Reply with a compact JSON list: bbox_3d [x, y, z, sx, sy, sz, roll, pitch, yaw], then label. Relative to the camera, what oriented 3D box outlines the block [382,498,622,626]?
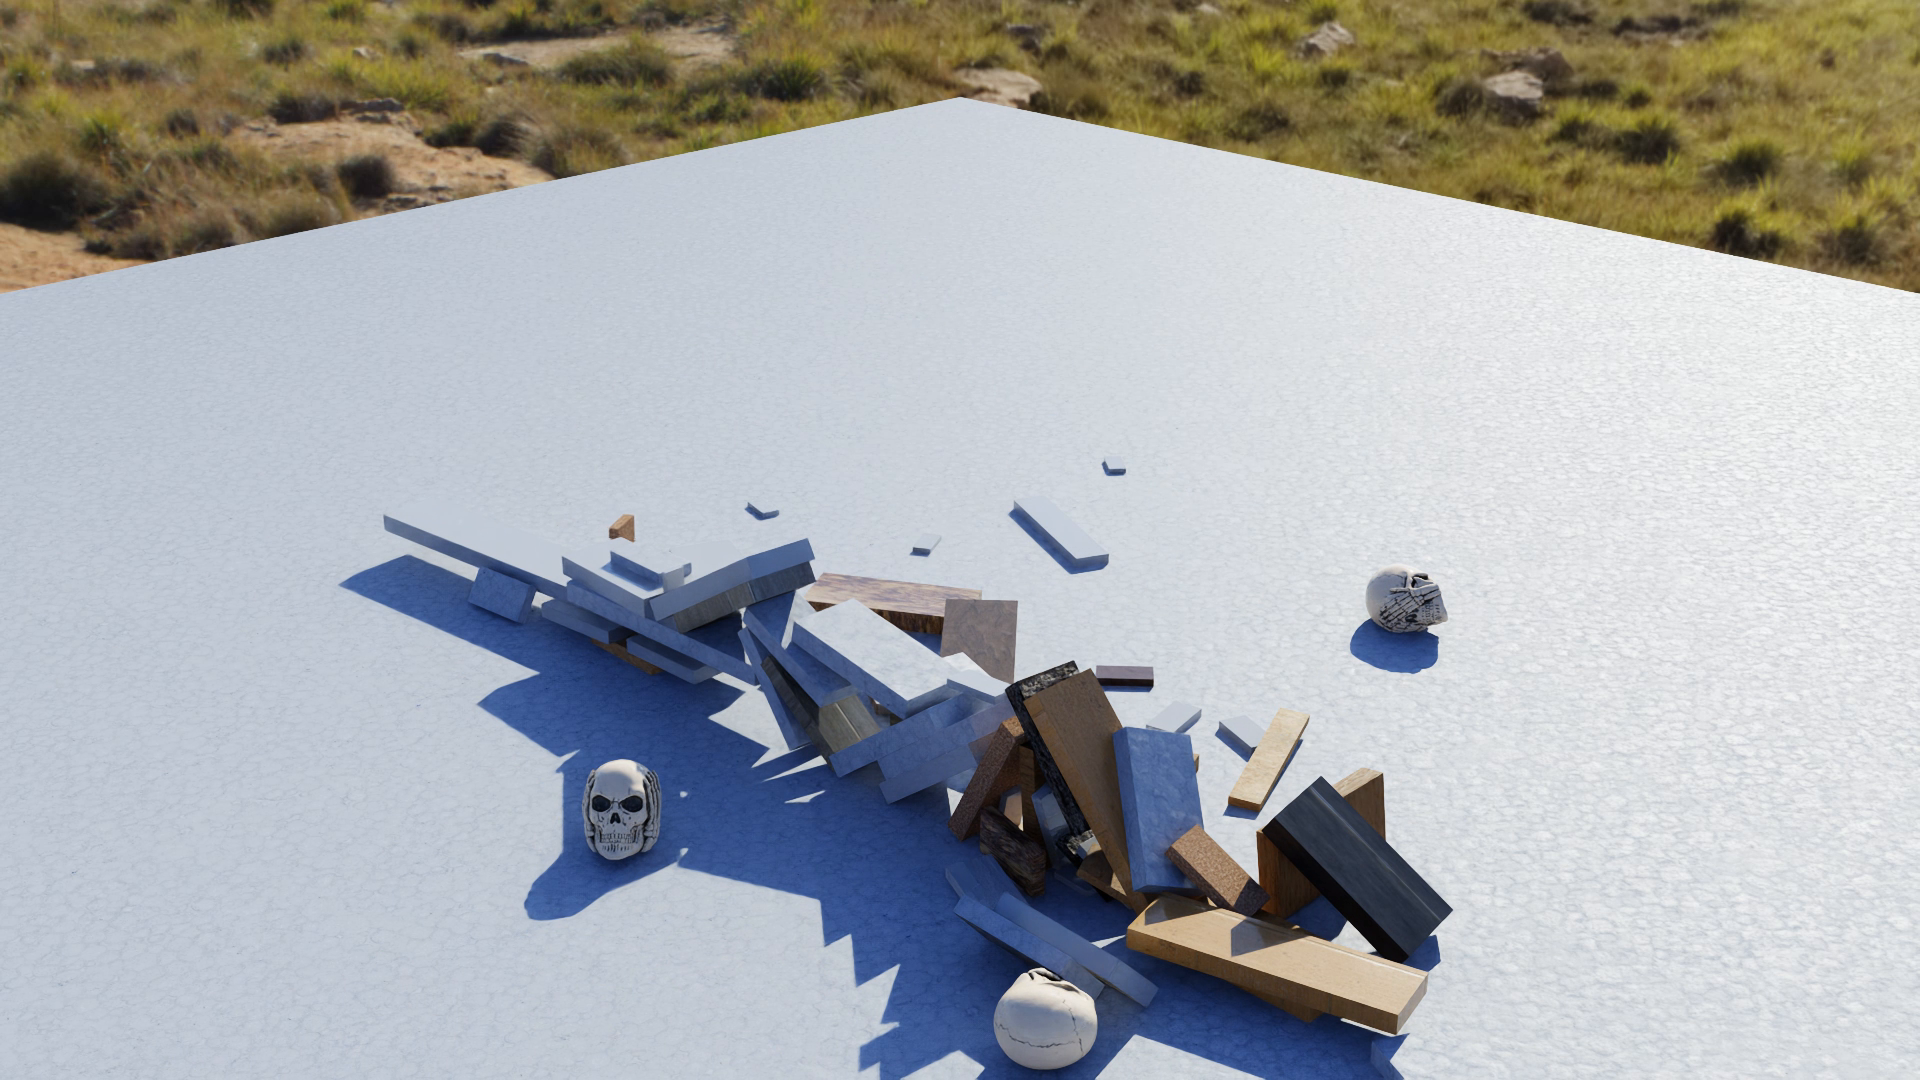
[{"bbox_3d":[-0.956,0.084,5.332,1.226,0.044,0.156,18,29,36],"label":"block"}]

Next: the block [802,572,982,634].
[{"bbox_3d":[-0.165,0.156,5.333,0.407,0.048,0.170,6,24,14],"label":"block"}]

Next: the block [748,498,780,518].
[{"bbox_3d":[-0.532,-0.087,5.948,0.049,0.014,0.097,-13,26,-28],"label":"block"}]

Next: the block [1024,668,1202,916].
[{"bbox_3d":[0.296,0.483,4.124,0.153,0.481,0.043,-21,-10,-41],"label":"block"}]

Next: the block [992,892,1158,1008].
[{"bbox_3d":[0.203,0.723,3.888,0.290,0.145,0.041,24,77,43],"label":"block"}]

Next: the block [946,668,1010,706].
[{"bbox_3d":[0.043,0.293,4.397,0.130,0.018,0.065,18,27,39],"label":"block"}]

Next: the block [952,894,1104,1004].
[{"bbox_3d":[0.120,0.723,3.899,0.272,0.131,0.037,23,74,43],"label":"block"}]

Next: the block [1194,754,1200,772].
[{"bbox_3d":[0.388,0.503,4.528,0.131,0.037,0.263,10,25,22],"label":"block"}]

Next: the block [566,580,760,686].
[{"bbox_3d":[-0.622,0.183,4.983,0.653,0.047,0.167,20,30,39],"label":"block"}]

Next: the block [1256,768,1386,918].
[{"bbox_3d":[0.691,0.574,4.183,0.048,0.170,0.340,12,25,44],"label":"block"}]

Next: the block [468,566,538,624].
[{"bbox_3d":[-1.110,0.132,5.330,0.186,0.093,0.026,18,-2,36],"label":"block"}]

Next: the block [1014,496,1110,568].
[{"bbox_3d":[0.263,-0.025,5.787,0.091,0.026,0.427,-8,24,-19],"label":"block"}]

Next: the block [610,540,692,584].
[{"bbox_3d":[-0.715,0.050,5.081,0.093,0.026,0.186,-21,31,-40],"label":"block"}]

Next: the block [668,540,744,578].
[{"bbox_3d":[-0.593,0.086,5.388,0.156,0.044,0.312,-9,25,-21],"label":"block"}]

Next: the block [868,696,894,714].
[{"bbox_3d":[-0.156,0.338,4.909,0.095,0.027,0.190,-5,19,-11],"label":"block"}]

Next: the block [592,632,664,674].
[{"bbox_3d":[-0.744,0.244,5.142,0.120,0.034,0.239,-20,30,-39],"label":"block"}]

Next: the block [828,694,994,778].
[{"bbox_3d":[-0.100,0.391,4.501,0.173,0.049,0.346,-20,-6,-43],"label":"block"}]

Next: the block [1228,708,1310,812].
[{"bbox_3d":[0.652,0.458,4.622,0.067,0.019,0.380,13,29,20],"label":"block"}]

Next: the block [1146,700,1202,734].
[{"bbox_3d":[0.468,0.394,4.808,0.067,0.019,0.134,14,27,30],"label":"block"}]

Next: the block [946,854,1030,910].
[{"bbox_3d":[0.053,0.664,4.138,0.095,0.027,0.190,-12,30,-20],"label":"block"}]

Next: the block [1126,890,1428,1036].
[{"bbox_3d":[0.551,0.735,3.852,0.507,0.041,0.145,13,26,29],"label":"block"}]

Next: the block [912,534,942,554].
[{"bbox_3d":[-0.086,0.009,5.723,0.049,0.014,0.097,7,24,15],"label":"block"}]

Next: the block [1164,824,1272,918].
[{"bbox_3d":[0.473,0.615,4.031,0.190,0.027,0.095,44,39,15],"label":"block"}]

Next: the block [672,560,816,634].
[{"bbox_3d":[-0.471,0.127,4.778,0.167,0.047,0.334,-19,-2,-37],"label":"block"}]

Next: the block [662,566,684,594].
[{"bbox_3d":[-0.645,0.112,4.959,0.014,0.101,0.050,20,30,41],"label":"block"}]

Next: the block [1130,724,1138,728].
[{"bbox_3d":[0.292,0.476,4.615,0.065,0.018,0.370,15,27,32],"label":"block"}]

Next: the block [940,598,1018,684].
[{"bbox_3d":[0.043,0.250,5.047,0.170,0.048,0.340,1,31,3],"label":"block"}]

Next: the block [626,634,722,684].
[{"bbox_3d":[-0.638,0.258,5.022,0.239,0.034,0.120,21,30,40],"label":"block"}]

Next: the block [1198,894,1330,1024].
[{"bbox_3d":[0.541,0.741,3.952,0.340,0.048,0.170,21,31,40],"label":"block"}]

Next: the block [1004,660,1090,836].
[{"bbox_3d":[0.216,0.394,4.174,0.153,0.307,0.043,-17,-12,-39],"label":"block"}]

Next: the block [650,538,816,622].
[{"bbox_3d":[-0.502,0.088,4.815,0.173,0.049,0.395,-19,-2,-42],"label":"block"}]
